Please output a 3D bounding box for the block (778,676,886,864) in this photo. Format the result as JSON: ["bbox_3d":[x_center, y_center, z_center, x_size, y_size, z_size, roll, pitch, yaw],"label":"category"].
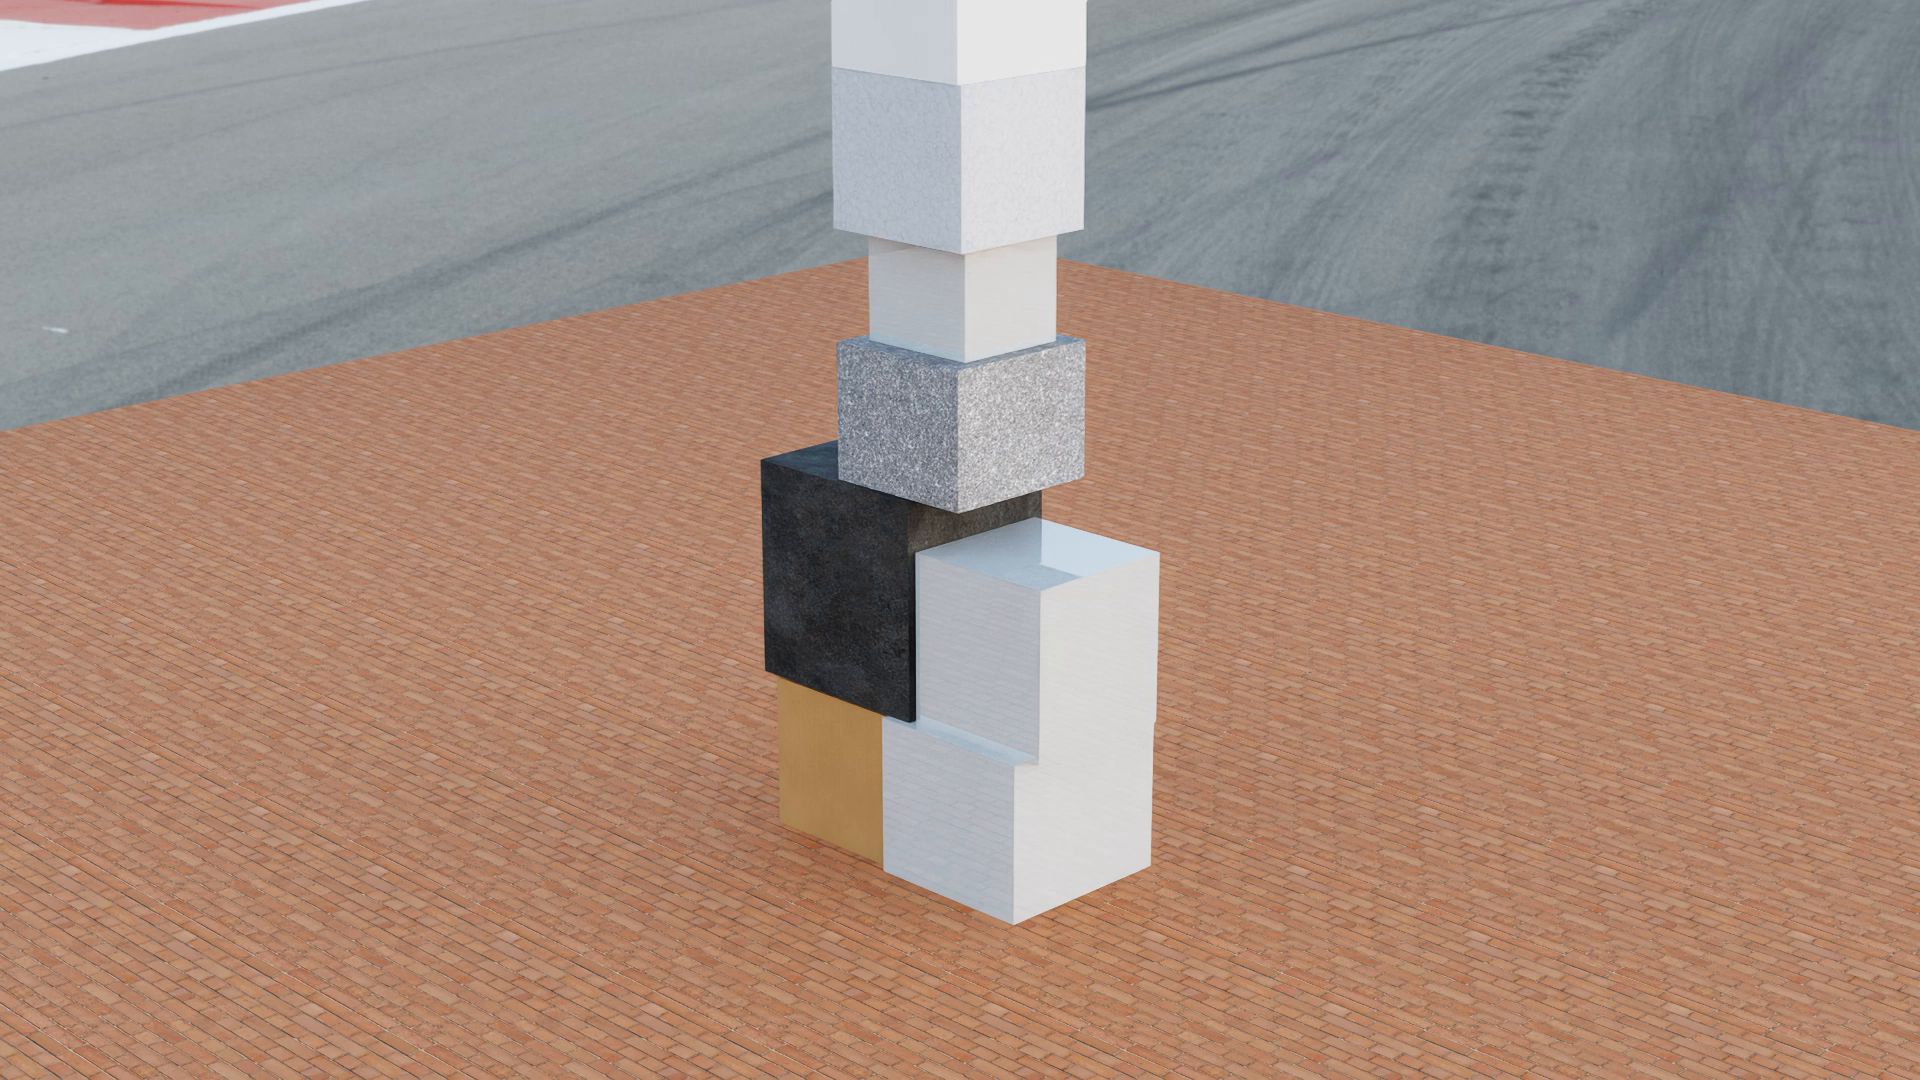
[{"bbox_3d":[-0.310,0.993,13.953,0.805,0.739,0.758,-17,24,-42],"label":"block"}]

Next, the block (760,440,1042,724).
[{"bbox_3d":[-0.273,0.135,13.674,0.859,1.038,0.980,-17,24,-42],"label":"block"}]

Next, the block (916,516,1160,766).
[{"bbox_3d":[0.344,0.438,13.106,0.766,0.801,0.764,-17,24,-42],"label":"block"}]

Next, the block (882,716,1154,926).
[{"bbox_3d":[0.264,1.156,13.412,0.913,0.753,0.832,-17,24,-42],"label":"block"}]

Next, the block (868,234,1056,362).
[{"bbox_3d":[0.011,-1.133,13.002,0.572,0.509,0.602,-17,24,-42],"label":"block"}]

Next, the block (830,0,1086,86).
[{"bbox_3d":[-0.006,-2.376,12.597,0.770,0.678,0.784,17,24,42],"label":"block"}]

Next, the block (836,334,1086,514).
[{"bbox_3d":[0.006,-0.584,13.168,0.805,0.637,0.765,-17,24,-42],"label":"block"}]

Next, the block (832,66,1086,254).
[{"bbox_3d":[-0.007,-1.711,12.803,0.794,0.713,0.760,17,24,42],"label":"block"}]
